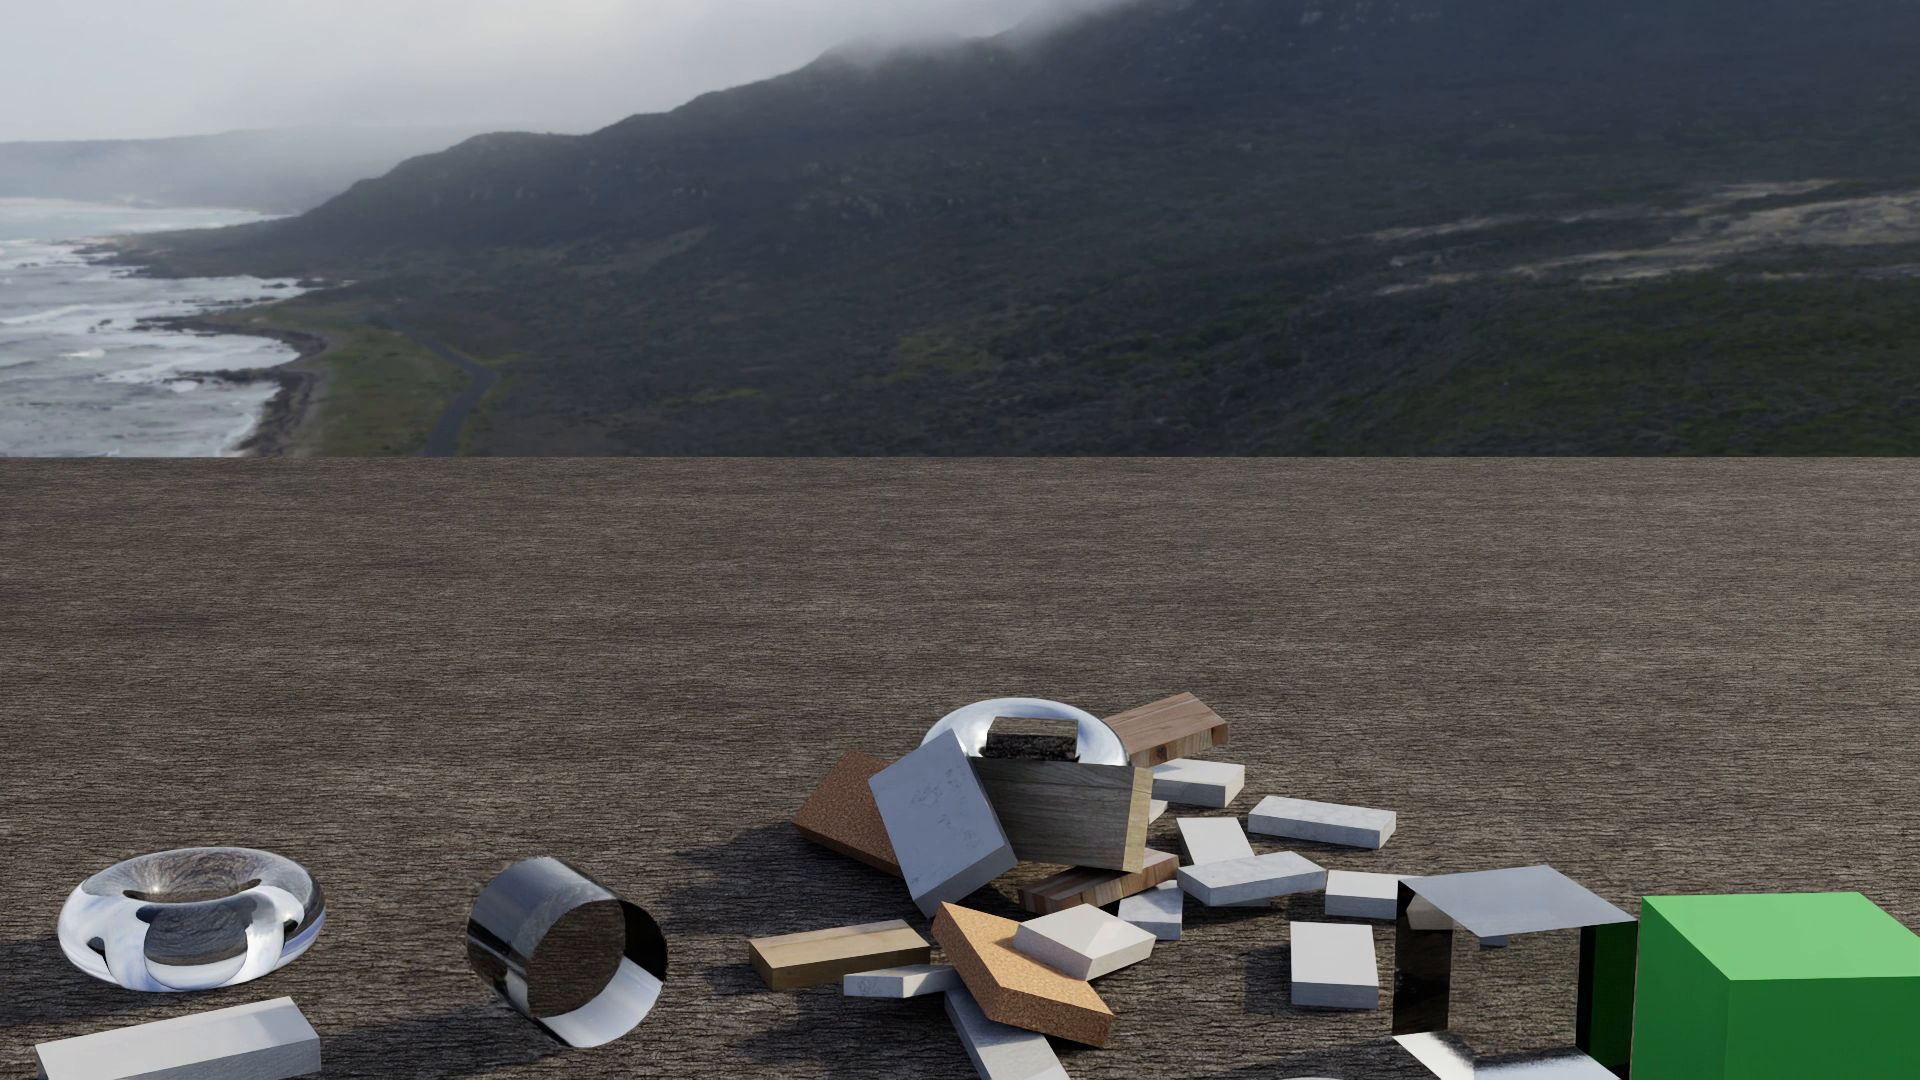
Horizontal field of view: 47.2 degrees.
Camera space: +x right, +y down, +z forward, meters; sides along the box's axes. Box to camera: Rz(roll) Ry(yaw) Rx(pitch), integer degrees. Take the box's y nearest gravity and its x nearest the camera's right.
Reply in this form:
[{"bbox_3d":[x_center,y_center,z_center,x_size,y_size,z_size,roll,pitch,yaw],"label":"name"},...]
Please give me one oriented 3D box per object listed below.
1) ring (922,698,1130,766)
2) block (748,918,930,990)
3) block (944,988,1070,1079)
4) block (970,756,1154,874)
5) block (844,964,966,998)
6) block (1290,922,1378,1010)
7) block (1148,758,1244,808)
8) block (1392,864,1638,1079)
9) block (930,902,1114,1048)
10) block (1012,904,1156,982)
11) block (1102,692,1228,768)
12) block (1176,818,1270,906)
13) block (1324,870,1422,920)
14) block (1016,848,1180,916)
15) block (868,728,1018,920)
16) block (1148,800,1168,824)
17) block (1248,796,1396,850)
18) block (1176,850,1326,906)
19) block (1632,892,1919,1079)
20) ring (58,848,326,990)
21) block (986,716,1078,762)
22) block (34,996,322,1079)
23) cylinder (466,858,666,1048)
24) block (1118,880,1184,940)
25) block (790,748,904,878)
[{"bbox_3d":[0.116,0.418,4.029,0.401,0.134,0.401,2,24,-1],"label":"ring"},{"bbox_3d":[-0.184,0.631,3.352,0.249,0.035,0.125,-4,11,-21],"label":"block"},{"bbox_3d":[0.088,0.716,2.911,0.100,0.028,0.596,-2,11,-12],"label":"block"},{"bbox_3d":[0.130,0.458,3.712,0.048,0.168,0.455,17,-13,-43],"label":"block"},{"bbox_3d":[-0.070,0.635,3.173,0.100,0.028,0.201,-5,-7,31],"label":"block"},{"bbox_3d":[0.561,0.638,3.313,0.125,0.035,0.249,1,11,8],"label":"block"},{"bbox_3d":[0.385,0.460,4.251,0.299,0.042,0.149,4,11,21],"label":"block"},{"bbox_3d":[0.749,0.599,2.990,0.231,0.231,0.231,-3,11,-15],"label":"block"},{"bbox_3d":[0.084,0.626,3.190,0.173,0.049,0.347,18,5,-17],"label":"block"},{"bbox_3d":[0.189,0.601,3.300,0.125,0.035,0.249,22,8,26],"label":"block"},{"bbox_3d":[0.283,0.404,4.249,0.454,0.042,0.149,-16,26,-20],"label":"block"},{"bbox_3d":[0.450,0.552,3.791,0.109,0.031,0.379,0,11,-1],"label":"block"},{"bbox_3d":[0.724,0.585,3.602,0.242,0.034,0.121,2,11,12],"label":"block"},{"bbox_3d":[0.229,0.561,3.606,0.242,0.034,0.121,-15,9,-30],"label":"block"},{"bbox_3d":[-0.033,0.468,3.678,0.173,0.049,0.347,-32,32,3],"label":"block"},{"bbox_3d":[0.344,0.504,4.089,0.053,0.015,0.106,5,11,23],"label":"block"},{"bbox_3d":[0.658,0.512,3.996,0.242,0.034,0.121,5,12,24],"label":"block"},{"bbox_3d":[0.478,0.554,3.607,0.218,0.031,0.109,-5,11,-23],"label":"block"},{"bbox_3d":[1.026,0.622,2.718,0.284,0.284,0.284,-1,11,-3],"label":"block"},{"bbox_3d":[-1.177,0.579,3.381,0.391,0.130,0.391,1,11,0],"label":"ring"},{"bbox_3d":[0.129,0.346,3.838,0.149,0.042,0.299,2,1,4],"label":"block"},{"bbox_3d":[-1.052,0.697,2.961,0.336,0.048,0.168,-6,12,-30],"label":"block"},{"bbox_3d":[-0.561,0.583,3.127,0.212,0.212,0.212,-7,13,-34],"label":"cylinder"},{"bbox_3d":[0.310,0.596,3.559,0.100,0.028,0.201,1,11,7],"label":"block"},{"bbox_3d":[-0.130,0.482,3.845,0.346,0.049,0.173,12,56,49],"label":"block"}]
